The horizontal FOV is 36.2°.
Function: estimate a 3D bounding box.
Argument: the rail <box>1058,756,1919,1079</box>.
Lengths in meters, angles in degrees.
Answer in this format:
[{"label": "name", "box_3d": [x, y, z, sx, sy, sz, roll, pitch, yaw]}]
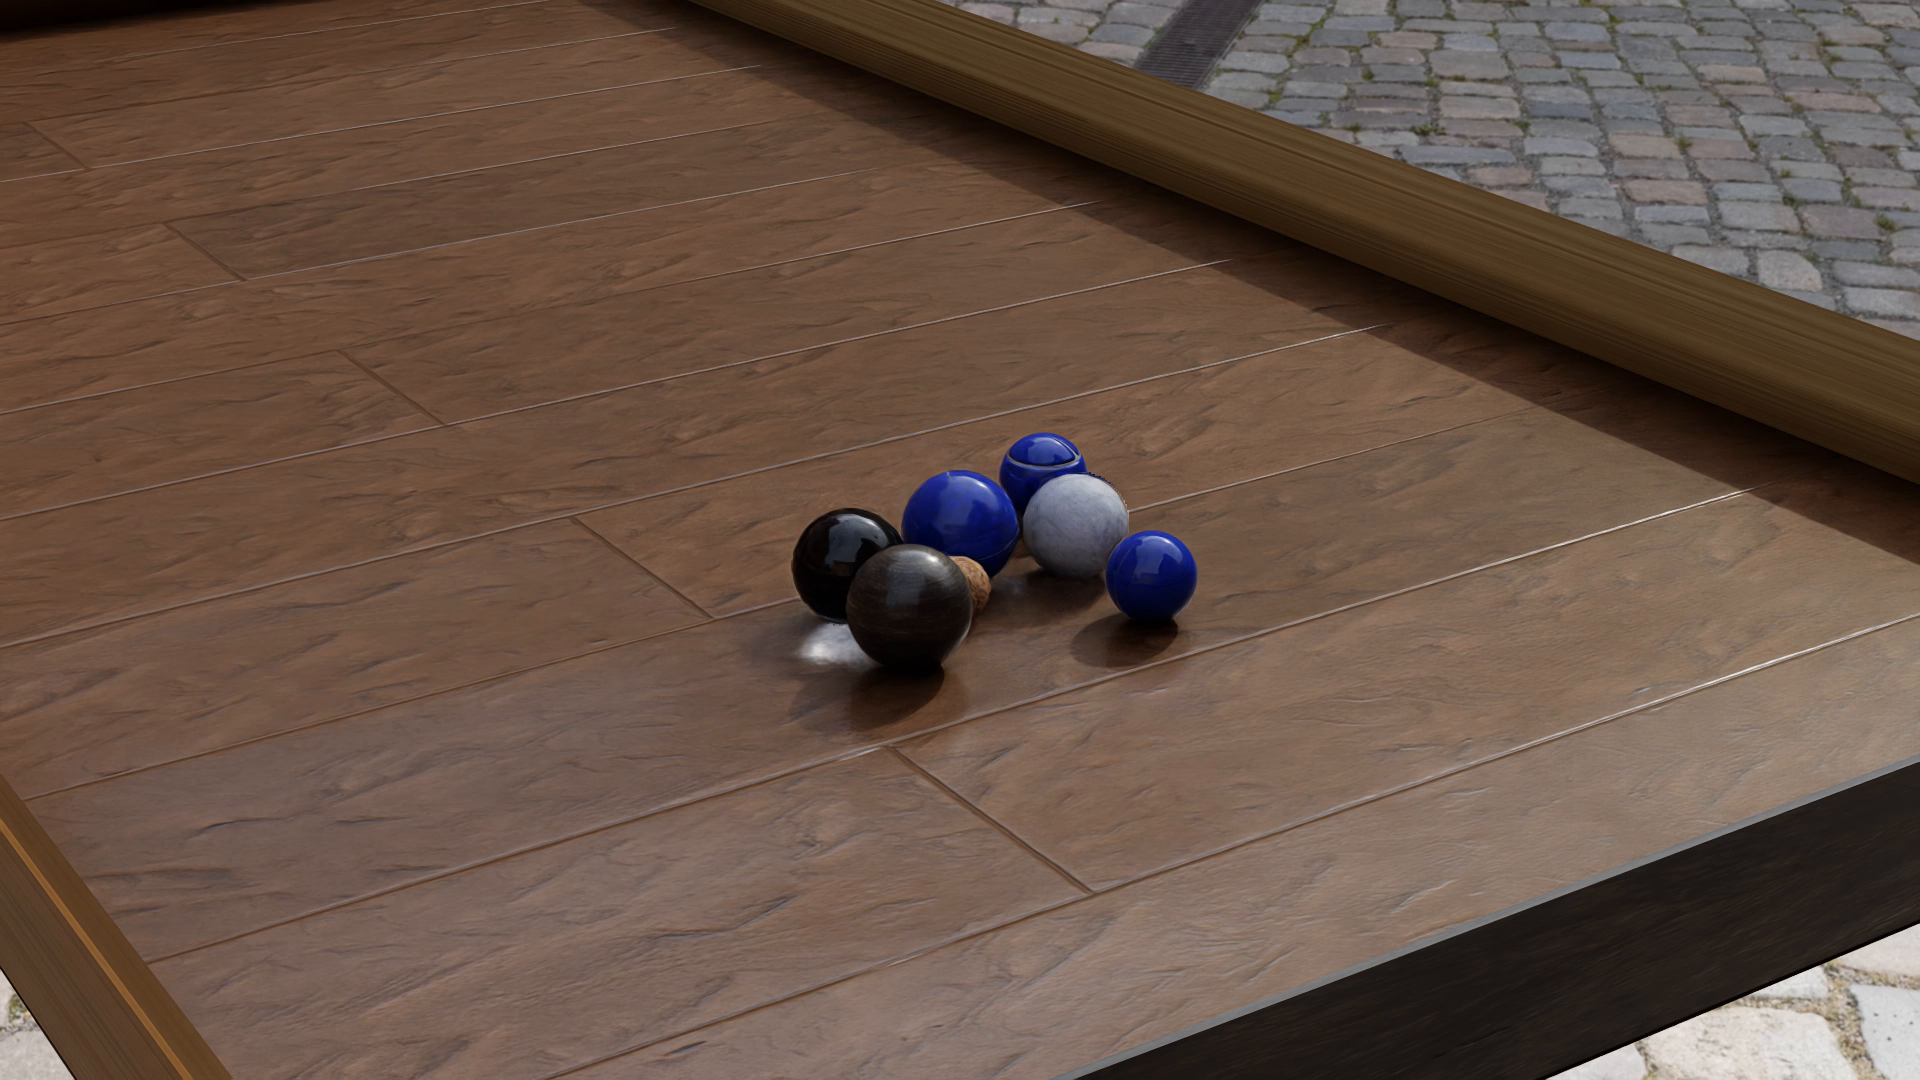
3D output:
[{"label": "rail", "box_3d": [0.406, 0.222, 1.726, 1.609, 0.122, 0.045, -14, 27, -30]}]

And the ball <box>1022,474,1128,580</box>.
[{"label": "ball", "box_3d": [0.091, -0.011, 2.323, 0.084, 0.084, 0.084, 0, 23, 0]}]

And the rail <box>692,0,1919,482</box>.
[{"label": "rail", "box_3d": [0.234, -0.441, 3.280, 0.045, 0.122, 3.063, -14, 27, -30]}]

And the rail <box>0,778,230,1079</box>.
[{"label": "rail", "box_3d": [-1.073, -0.105, 2.494, 0.045, 0.122, 3.063, -14, 27, -30]}]

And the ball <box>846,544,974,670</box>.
[{"label": "ball", "box_3d": [-0.037, 0.050, 2.169, 0.094, 0.094, 0.094, 0, 23, 0]}]

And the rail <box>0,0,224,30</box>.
[{"label": "rail", "box_3d": [-1.244, -0.768, 4.047, 1.609, 0.122, 0.045, -14, 27, -30]}]

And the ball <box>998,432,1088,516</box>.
[{"label": "ball", "box_3d": [0.069, -0.052, 2.433, 0.074, 0.074, 0.074, 0, 23, 0]}]

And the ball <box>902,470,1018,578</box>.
[{"label": "ball", "box_3d": [0.000, -0.009, 2.308, 0.092, 0.092, 0.092, 0, 23, 0]}]

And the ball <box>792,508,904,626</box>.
[{"label": "ball", "box_3d": [-0.084, 0.020, 2.243, 0.090, 0.090, 0.090, 0, 23, 0]}]

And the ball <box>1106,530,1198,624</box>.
[{"label": "ball", "box_3d": [0.147, 0.028, 2.249, 0.071, 0.071, 0.071, 0, 23, 0]}]

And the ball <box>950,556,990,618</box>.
[{"label": "ball", "box_3d": [-0.002, 0.037, 2.254, 0.050, 0.050, 0.050, 0, 23, 0]}]
